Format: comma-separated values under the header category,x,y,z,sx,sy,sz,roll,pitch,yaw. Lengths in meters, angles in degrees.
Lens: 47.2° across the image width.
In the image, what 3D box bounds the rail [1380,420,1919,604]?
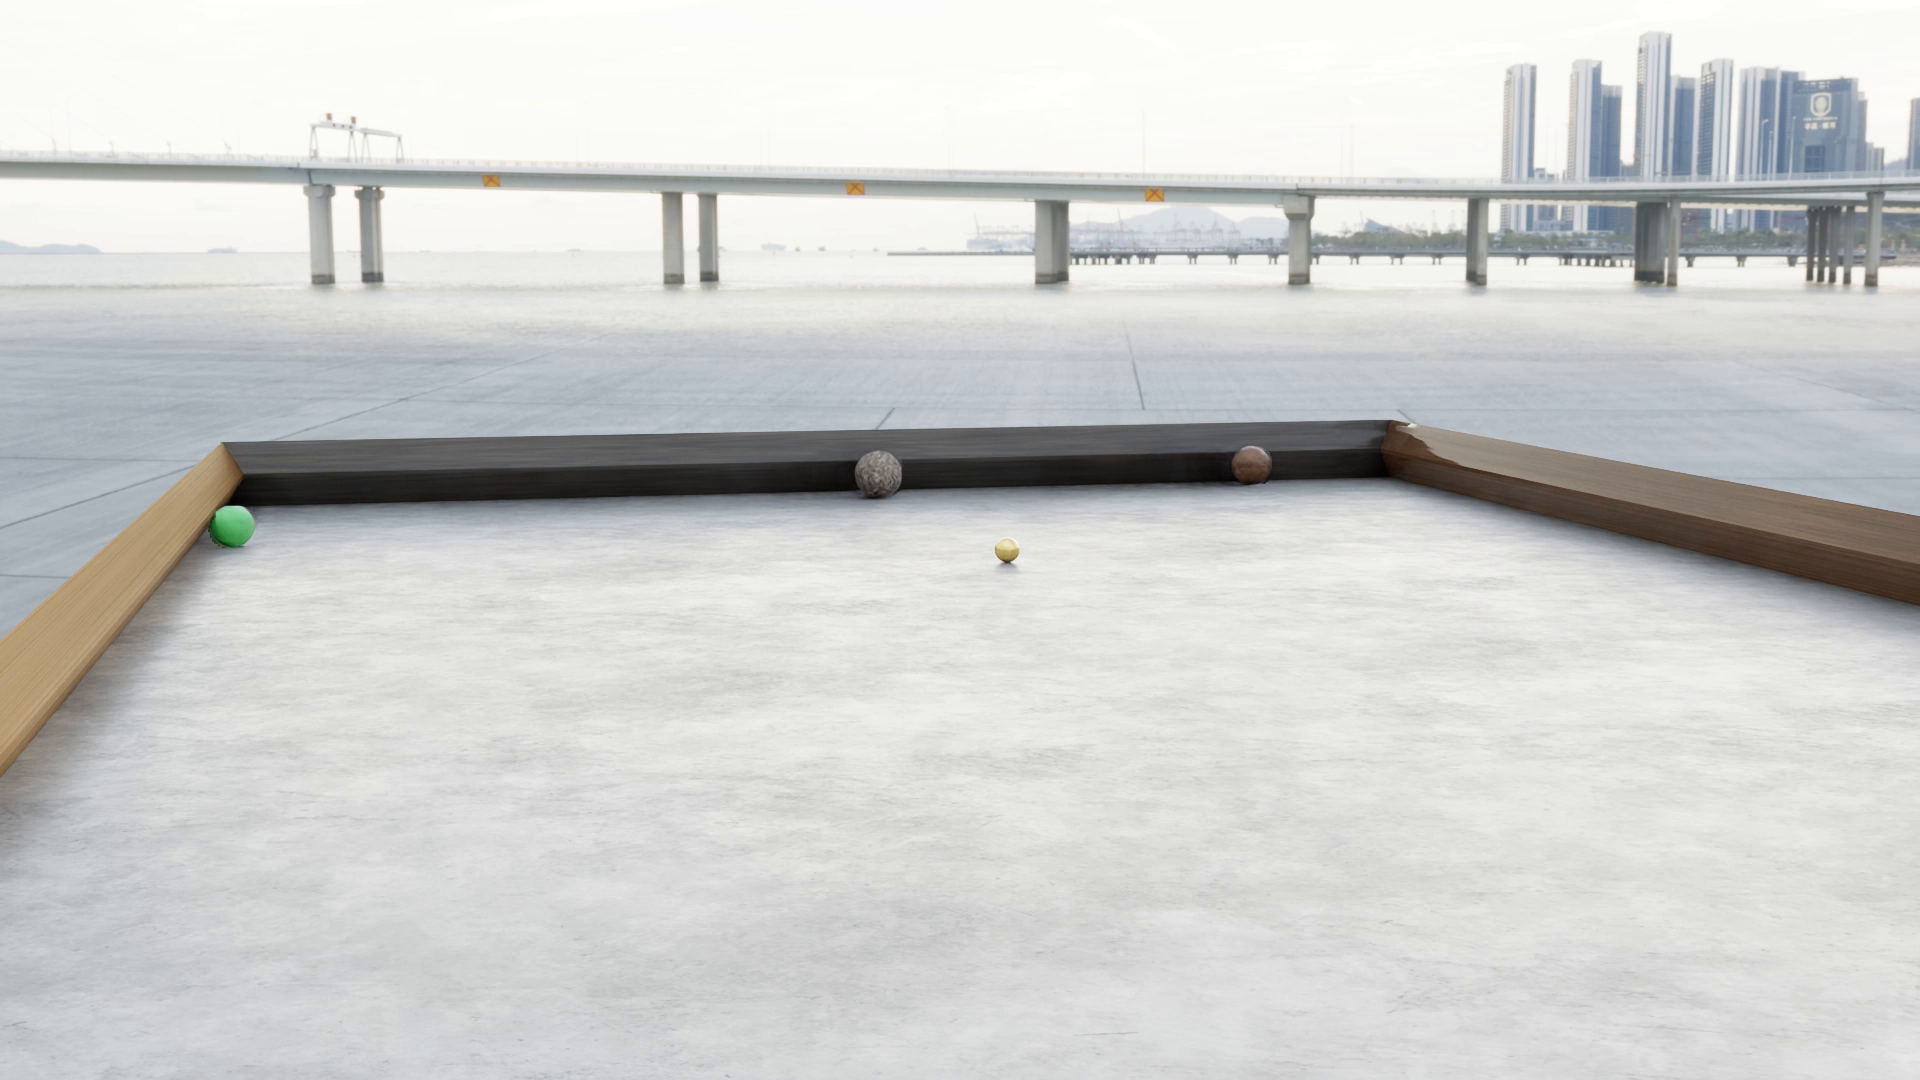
category,x,y,z,sx,sy,sz,roll,pitch,yaw
rail,1.469,0.079,2.866,0.045,0.129,4.456,-2,8,-13

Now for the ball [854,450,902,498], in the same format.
category,x,y,z,sx,sy,sz,roll,pitch,yaw
ball,-0.171,-0.137,4.601,0.100,0.100,0.100,0,8,0

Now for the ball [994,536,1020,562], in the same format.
category,x,y,z,sx,sy,sz,roll,pitch,yaw
ball,0.079,0.016,3.669,0.042,0.042,0.042,0,8,0

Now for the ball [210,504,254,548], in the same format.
category,x,y,z,sx,sy,sz,roll,pitch,yaw
ball,-1.274,-0.024,3.850,0.075,0.075,0.075,0,8,0

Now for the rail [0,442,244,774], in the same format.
category,x,y,z,sx,sy,sz,roll,pitch,yaw
rail,-0.962,0.154,2.302,0.045,0.129,4.456,-2,8,-13

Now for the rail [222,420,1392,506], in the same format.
category,x,y,z,sx,sy,sz,roll,pitch,yaw
rail,-0.248,-0.168,4.712,2.544,0.129,0.045,-2,8,-13

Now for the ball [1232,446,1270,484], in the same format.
category,x,y,z,sx,sy,sz,roll,pitch,yaw
ball,0.643,-0.165,4.859,0.086,0.086,0.086,0,8,0
